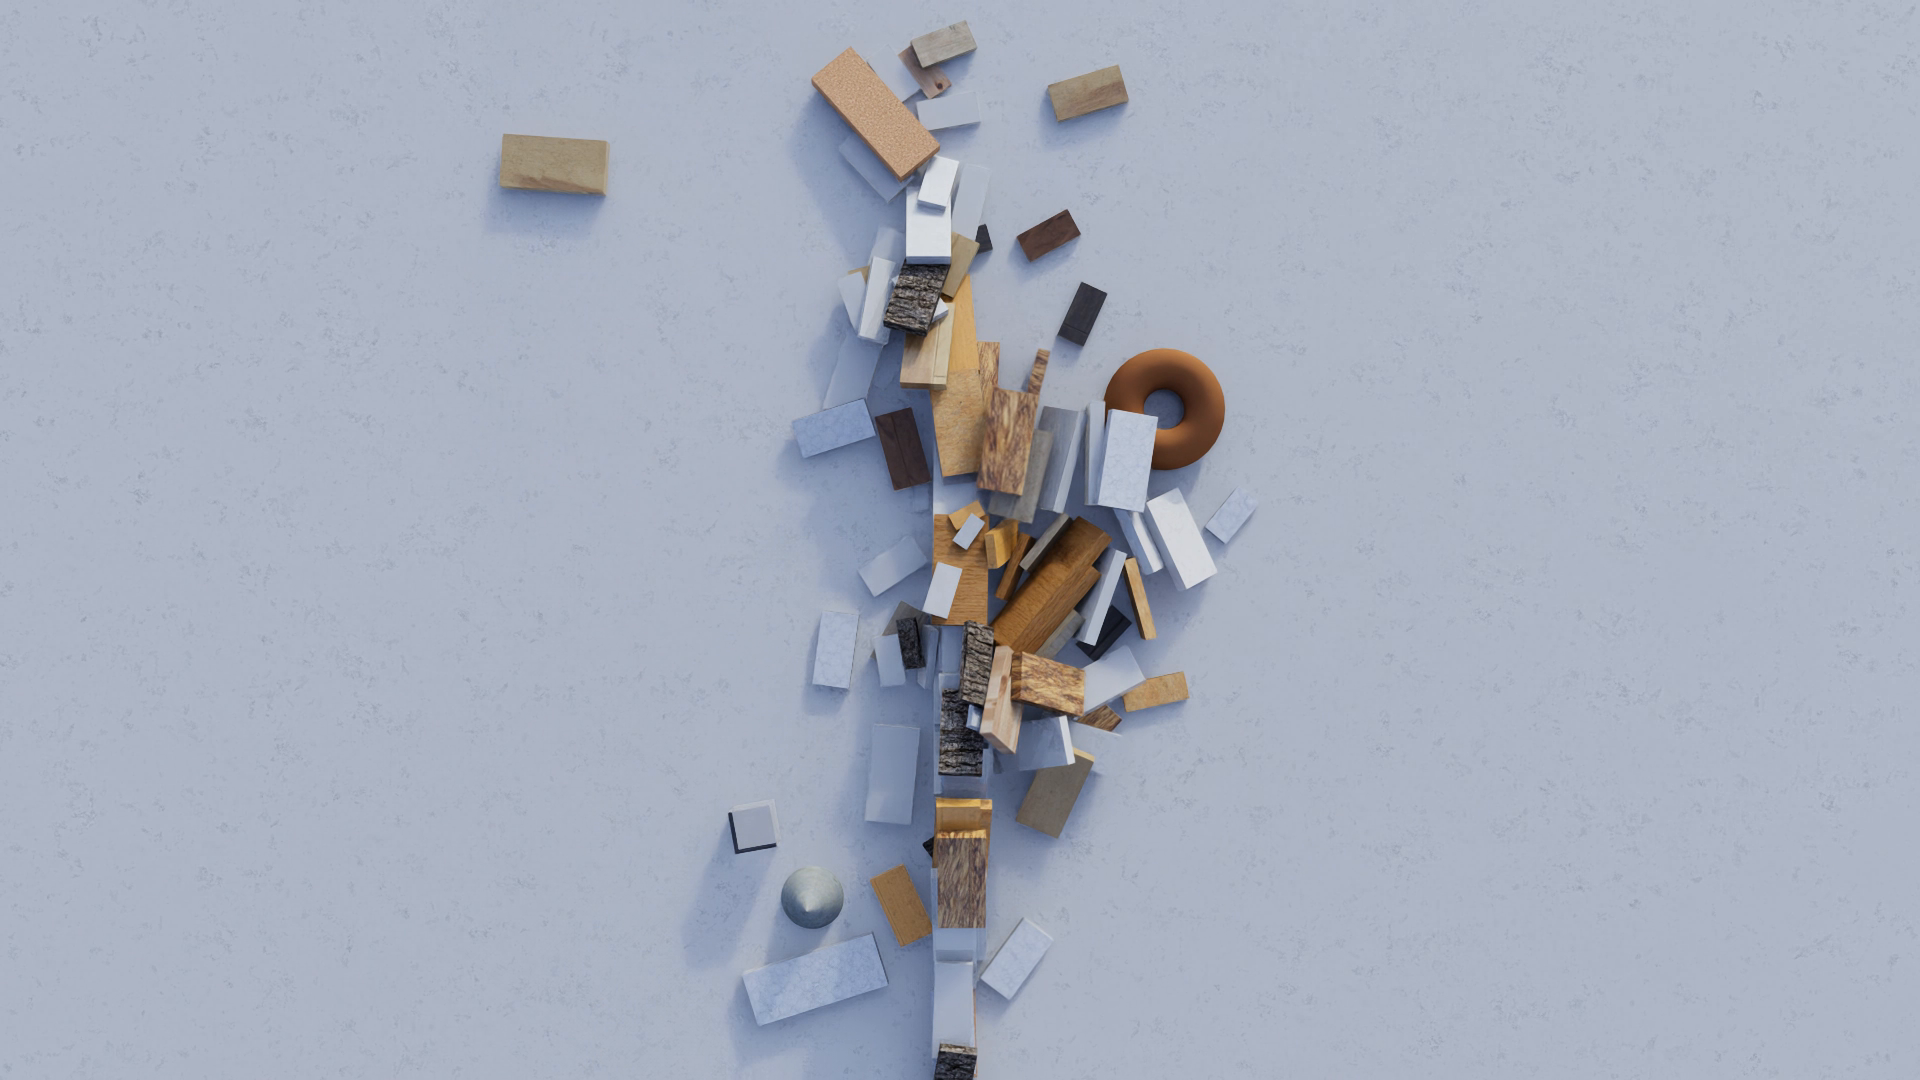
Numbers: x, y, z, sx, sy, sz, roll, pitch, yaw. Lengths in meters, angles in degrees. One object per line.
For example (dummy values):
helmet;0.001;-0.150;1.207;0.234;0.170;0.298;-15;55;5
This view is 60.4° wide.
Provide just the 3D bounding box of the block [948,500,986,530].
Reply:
block;0.023;-0.079;5.306;0.107;0.015;0.054;-29;85;-3

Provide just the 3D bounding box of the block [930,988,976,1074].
block;-0.022;1.618;5.440;0.140;0.040;0.280;-2;90;0

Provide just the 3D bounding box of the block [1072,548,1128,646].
block;0.439;0.176;5.419;0.045;0.158;0.317;19;90;-27

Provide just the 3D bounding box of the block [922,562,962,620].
block;-0.056;0.161;5.276;0.083;0.023;0.166;17;84;2

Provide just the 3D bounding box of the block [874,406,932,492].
block;-0.189;-0.301;5.474;0.127;0.036;0.255;-15;86;0

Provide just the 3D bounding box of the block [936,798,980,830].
block;-0.003;0.945;5.243;0.137;0.039;0.274;-1;119;0

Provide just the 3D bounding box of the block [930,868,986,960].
block;-0.002;1.224;5.390;0.178;0.050;0.356;-1;120;0

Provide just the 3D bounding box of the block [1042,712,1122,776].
block;0.386;0.671;5.437;0.270;0.038;0.135;17;92;3

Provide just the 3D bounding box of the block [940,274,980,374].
block;-0.033;-0.703;5.438;0.167;0.047;0.333;-6;77;2

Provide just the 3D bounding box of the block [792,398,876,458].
block;-0.417;-0.371;5.456;0.255;0.036;0.127;-17;100;7

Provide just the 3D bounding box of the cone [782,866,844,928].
cone;-0.492;1.192;5.395;0.209;0.209;0.209;0;90;0

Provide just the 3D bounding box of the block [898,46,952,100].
block;-0.119;-1.562;5.487;0.091;0.026;0.183;-36;90;0

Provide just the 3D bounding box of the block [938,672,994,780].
block;0.019;0.598;5.320;0.168;0.048;0.336;-1;93;0

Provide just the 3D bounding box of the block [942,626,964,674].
block;0.010;0.374;5.354;0.137;0.039;0.274;-1;92;0

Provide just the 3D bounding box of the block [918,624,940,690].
block;-0.106;0.385;5.438;0.028;0.098;0.195;4;97;-17

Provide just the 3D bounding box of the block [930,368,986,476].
block;0.001;-0.384;5.367;0.167;0.047;0.333;-9;94;2

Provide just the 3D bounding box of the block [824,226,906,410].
block;-0.299;-0.722;5.482;0.127;0.036;0.635;17;90;0

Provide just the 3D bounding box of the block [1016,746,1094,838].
block;0.312;0.819;5.430;0.153;0.043;0.307;23;108;1

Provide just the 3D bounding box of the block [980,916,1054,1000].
block;0.188;1.390;5.483;0.122;0.035;0.245;36;90;-1

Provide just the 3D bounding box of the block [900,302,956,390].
block;-0.103;-0.631;5.352;0.149;0.042;0.299;3;68;7

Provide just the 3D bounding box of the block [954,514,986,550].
block;0.028;-0.028;5.290;0.054;0.015;0.107;35;91;-8

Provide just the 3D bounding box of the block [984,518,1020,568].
block;0.140;0.008;5.379;0.032;0.227;0.113;-1;104;22

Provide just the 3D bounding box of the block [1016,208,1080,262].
block;0.294;-1.012;5.486;0.193;0.027;0.096;-29;90;0

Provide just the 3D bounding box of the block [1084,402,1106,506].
block;0.442;-0.282;5.417;0.047;0.166;0.333;1;90;0

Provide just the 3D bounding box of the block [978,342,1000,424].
block;0.040;-0.490;5.446;0.167;0.047;0.333;3;80;1

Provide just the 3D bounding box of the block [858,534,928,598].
block;-0.223;0.086;5.485;0.214;0.030;0.107;-33;90;0

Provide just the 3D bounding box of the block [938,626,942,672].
block;-0.004;0.294;5.429;0.137;0.039;0.274;-2;75;0

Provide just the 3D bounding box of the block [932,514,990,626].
block;0.002;0.098;5.320;0.178;0.050;0.356;1;84;0

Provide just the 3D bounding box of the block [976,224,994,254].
block;0.015;-0.985;5.488;0.173;0.024;0.086;-16;90;0

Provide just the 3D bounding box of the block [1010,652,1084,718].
block;0.285;0.467;5.318;0.306;0.043;0.153;20;66;-42

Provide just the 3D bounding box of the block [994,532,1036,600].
block;0.184;0.090;5.441;0.032;0.113;0.227;23;90;15

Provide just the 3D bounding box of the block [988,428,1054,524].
block;0.196;-0.216;5.335;0.149;0.042;0.299;14;90;-1

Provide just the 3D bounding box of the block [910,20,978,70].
block;-0.054;-1.641;5.468;0.200;0.028;0.100;-23;88;-9

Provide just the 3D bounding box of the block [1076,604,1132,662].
block;0.477;0.311;5.487;0.090;0.026;0.181;43;90;0

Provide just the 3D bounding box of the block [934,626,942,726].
block;-0.003;0.442;5.434;0.168;0.048;0.336;-1;75;0

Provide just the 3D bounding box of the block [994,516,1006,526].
block;0.148;-0.053;5.492;0.054;0.015;0.107;33;90;0

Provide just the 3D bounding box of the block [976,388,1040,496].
block;0.152;-0.316;5.292;0.149;0.042;0.324;10;90;-1

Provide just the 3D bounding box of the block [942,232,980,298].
block;-0.022;-0.904;5.427;0.099;0.028;0.198;26;89;7

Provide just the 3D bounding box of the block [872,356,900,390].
block;-0.244;-0.555;5.493;0.052;0.015;0.104;30;90;0

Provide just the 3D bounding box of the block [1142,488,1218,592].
block;0.719;-0.002;5.437;0.156;0.044;0.311;-25;90;-35

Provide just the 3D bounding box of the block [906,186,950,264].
block;-0.103;-1.034;5.413;0.144;0.041;0.288;0;62;-1

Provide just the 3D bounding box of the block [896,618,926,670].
block;-0.162;0.341;5.429;0.023;0.083;0.166;-11;90;-37

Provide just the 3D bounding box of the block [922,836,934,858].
block;-0.057;1.046;5.477;0.068;0.019;0.136;-34;96;12

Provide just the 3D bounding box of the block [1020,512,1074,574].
block;0.287;0.011;5.441;0.032;0.113;0.227;39;90;15

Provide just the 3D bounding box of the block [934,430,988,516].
block;0.002;-0.185;5.429;0.178;0.050;0.355;0;75;0

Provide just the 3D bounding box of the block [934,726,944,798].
block;-0.002;0.673;5.415;0.168;0.048;0.336;-1;68;0
